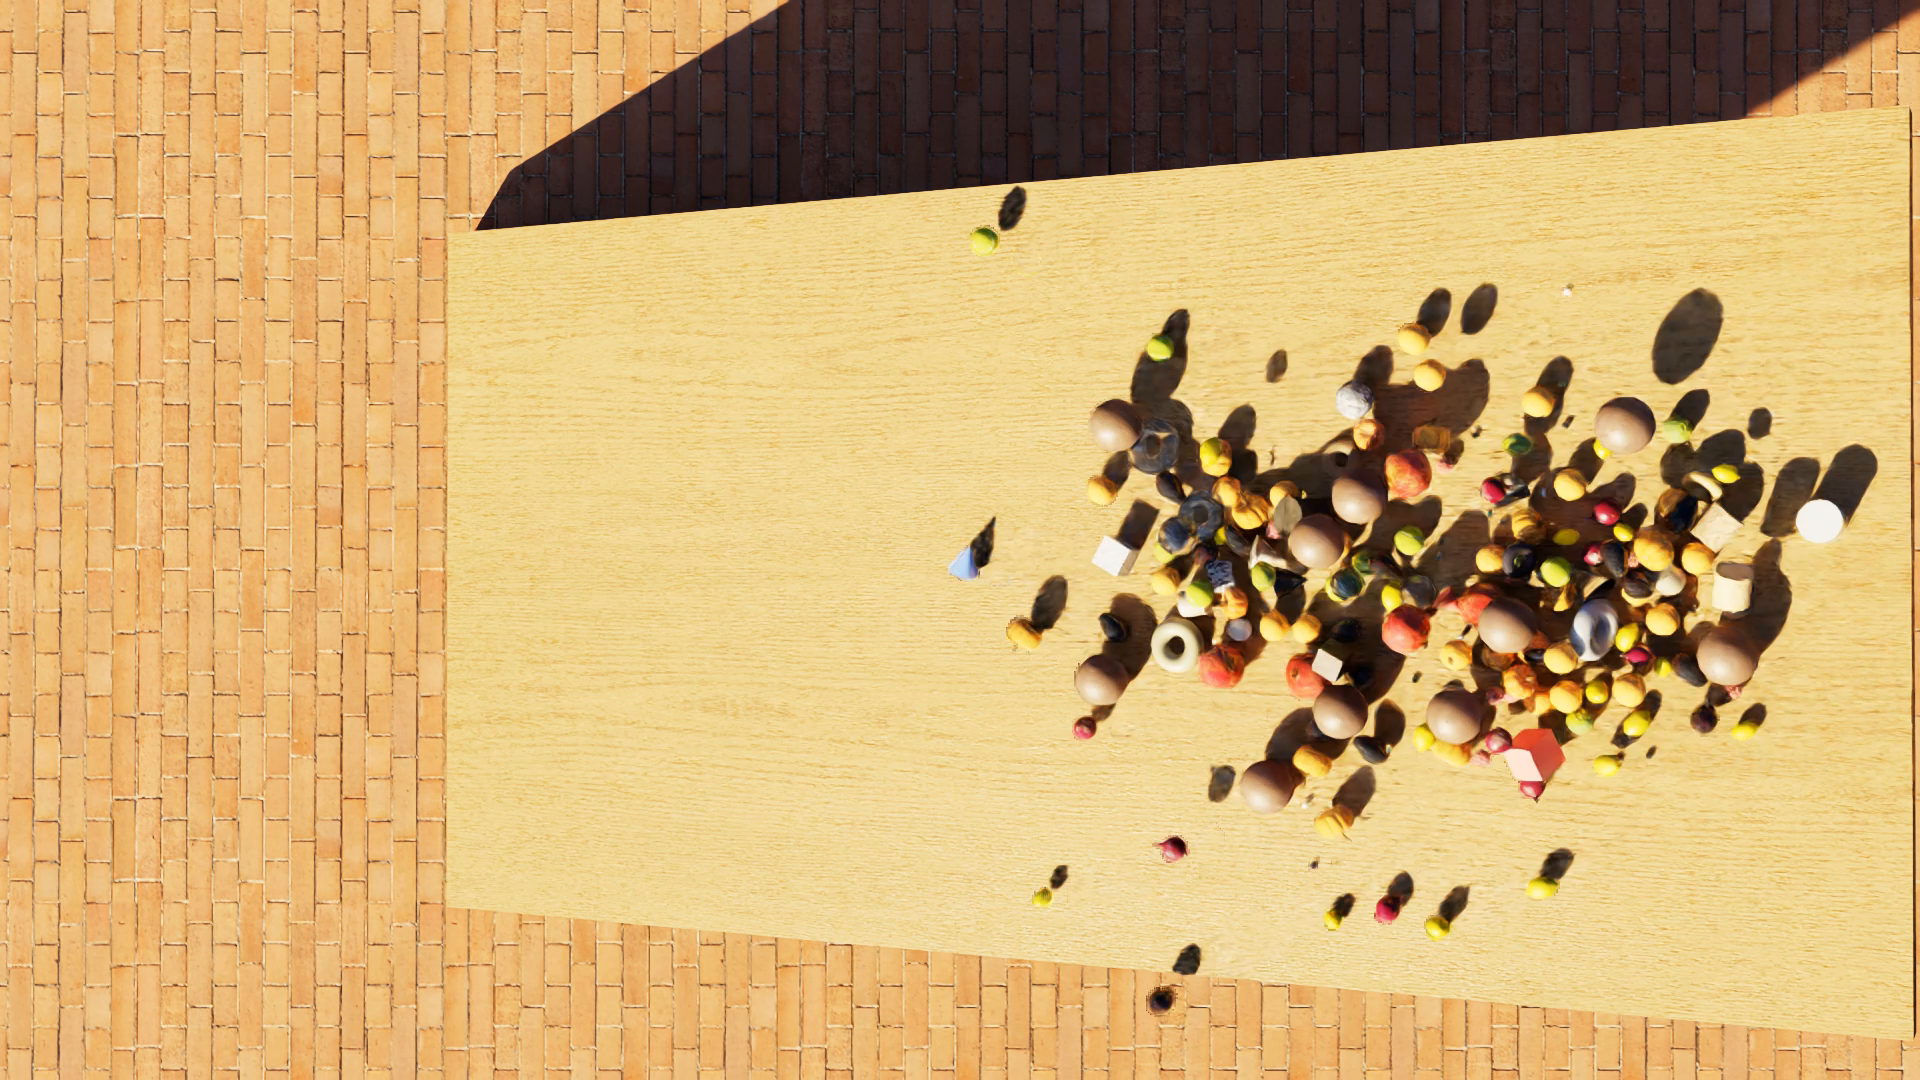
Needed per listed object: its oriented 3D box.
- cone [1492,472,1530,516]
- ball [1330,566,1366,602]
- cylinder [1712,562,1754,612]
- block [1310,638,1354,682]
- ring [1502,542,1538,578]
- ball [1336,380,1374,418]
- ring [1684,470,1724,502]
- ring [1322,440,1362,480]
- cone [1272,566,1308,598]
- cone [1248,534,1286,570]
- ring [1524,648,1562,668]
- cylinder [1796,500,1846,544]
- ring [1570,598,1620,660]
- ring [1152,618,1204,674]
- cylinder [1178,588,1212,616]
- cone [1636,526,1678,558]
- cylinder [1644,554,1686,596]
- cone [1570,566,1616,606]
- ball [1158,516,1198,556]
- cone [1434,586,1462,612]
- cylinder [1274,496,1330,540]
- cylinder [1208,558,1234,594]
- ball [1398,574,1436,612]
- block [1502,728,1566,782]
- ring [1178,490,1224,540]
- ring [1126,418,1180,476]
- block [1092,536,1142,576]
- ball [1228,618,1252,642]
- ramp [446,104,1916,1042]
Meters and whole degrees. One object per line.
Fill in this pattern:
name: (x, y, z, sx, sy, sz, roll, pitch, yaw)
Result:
cone: (1.248, -0.090, 5.062, 0.095, 0.095, 0.095, 22, 126, 0)
ball: (0.910, 0.103, 5.160, 0.081, 0.081, 0.081, 0, 89, 0)
cylinder: (1.660, 0.100, 4.726, 0.079, 0.079, 0.079, -4, 120, 0)
block: (0.878, 0.283, 5.179, 0.064, 0.064, 0.064, 31, 128, 20)
ring: (1.267, 0.046, 4.981, 0.088, 0.029, 0.088, -5, 105, -18)
ball: (0.936, -0.333, 5.218, 0.090, 0.090, 0.090, 0, 89, 0)
ring: (1.642, -0.117, 4.856, 0.094, 0.094, 0.031, 35, 72, 0)
ring: (0.915, -0.191, 5.260, 0.098, 0.033, 0.098, -2, 86, 27)
cone: (0.803, 0.098, 5.287, 0.080, 0.080, 0.080, -6, 89, 28)
cone: (0.753, 0.040, 5.337, 0.087, 0.087, 0.087, 14, 89, 0)
ring: (1.318, 0.267, 4.972, 0.087, 0.087, 0.029, 9, 75, 0)
cylinder: (1.857, -0.039, 4.739, 0.092, 0.092, 0.092, 0, 89, 27)
ring: (1.424, 0.201, 4.932, 0.146, 0.049, 0.146, -15, 114, -36)
ring: (0.538, 0.260, 5.442, 0.140, 0.047, 0.140, 1, 92, 30)
cylinder: (0.578, 0.155, 5.412, 0.065, 0.065, 0.065, -6, 89, 27)
cone: (1.556, 0.027, 4.919, 0.087, 0.087, 0.087, -8, 123, 0)
cylinder: (1.566, 0.079, 4.886, 0.069, 0.069, 0.069, 34, 89, -37)
cone: (1.411, 0.092, 4.966, 0.096, 0.096, 0.096, -38, 58, 0)
ball: (0.531, -0.010, 5.347, 0.099, 0.099, 0.099, 0, 89, 0)
cone: (1.150, 0.151, 5.138, 0.062, 0.062, 0.062, 38, 90, -3)
cylinder: (0.817, -0.053, 5.254, 0.096, 0.096, 0.096, 3, 89, -36)
cylinder: (0.639, 0.089, 5.374, 0.062, 0.062, 0.062, 1, 57, 0)
ball: (1.070, 0.123, 5.147, 0.086, 0.086, 0.086, 0, 89, 0)
block: (1.302, 0.487, 4.990, 0.085, 0.085, 0.085, -35, 105, -27)
ring: (0.595, -0.060, 5.420, 0.123, 0.041, 0.123, 0, 90, 26)
ring: (0.482, -0.233, 5.474, 0.145, 0.048, 0.145, -1, 87, 30)
block: (0.392, 0.040, 5.503, 0.076, 0.076, 0.076, 32, 104, 24)
ball: (0.683, 0.218, 5.360, 0.060, 0.060, 0.060, 0, 89, 0)
ramp: (0.278, 0.079, 5.660, 4.000, 0.100, 2.000, 0, 89, 27)
